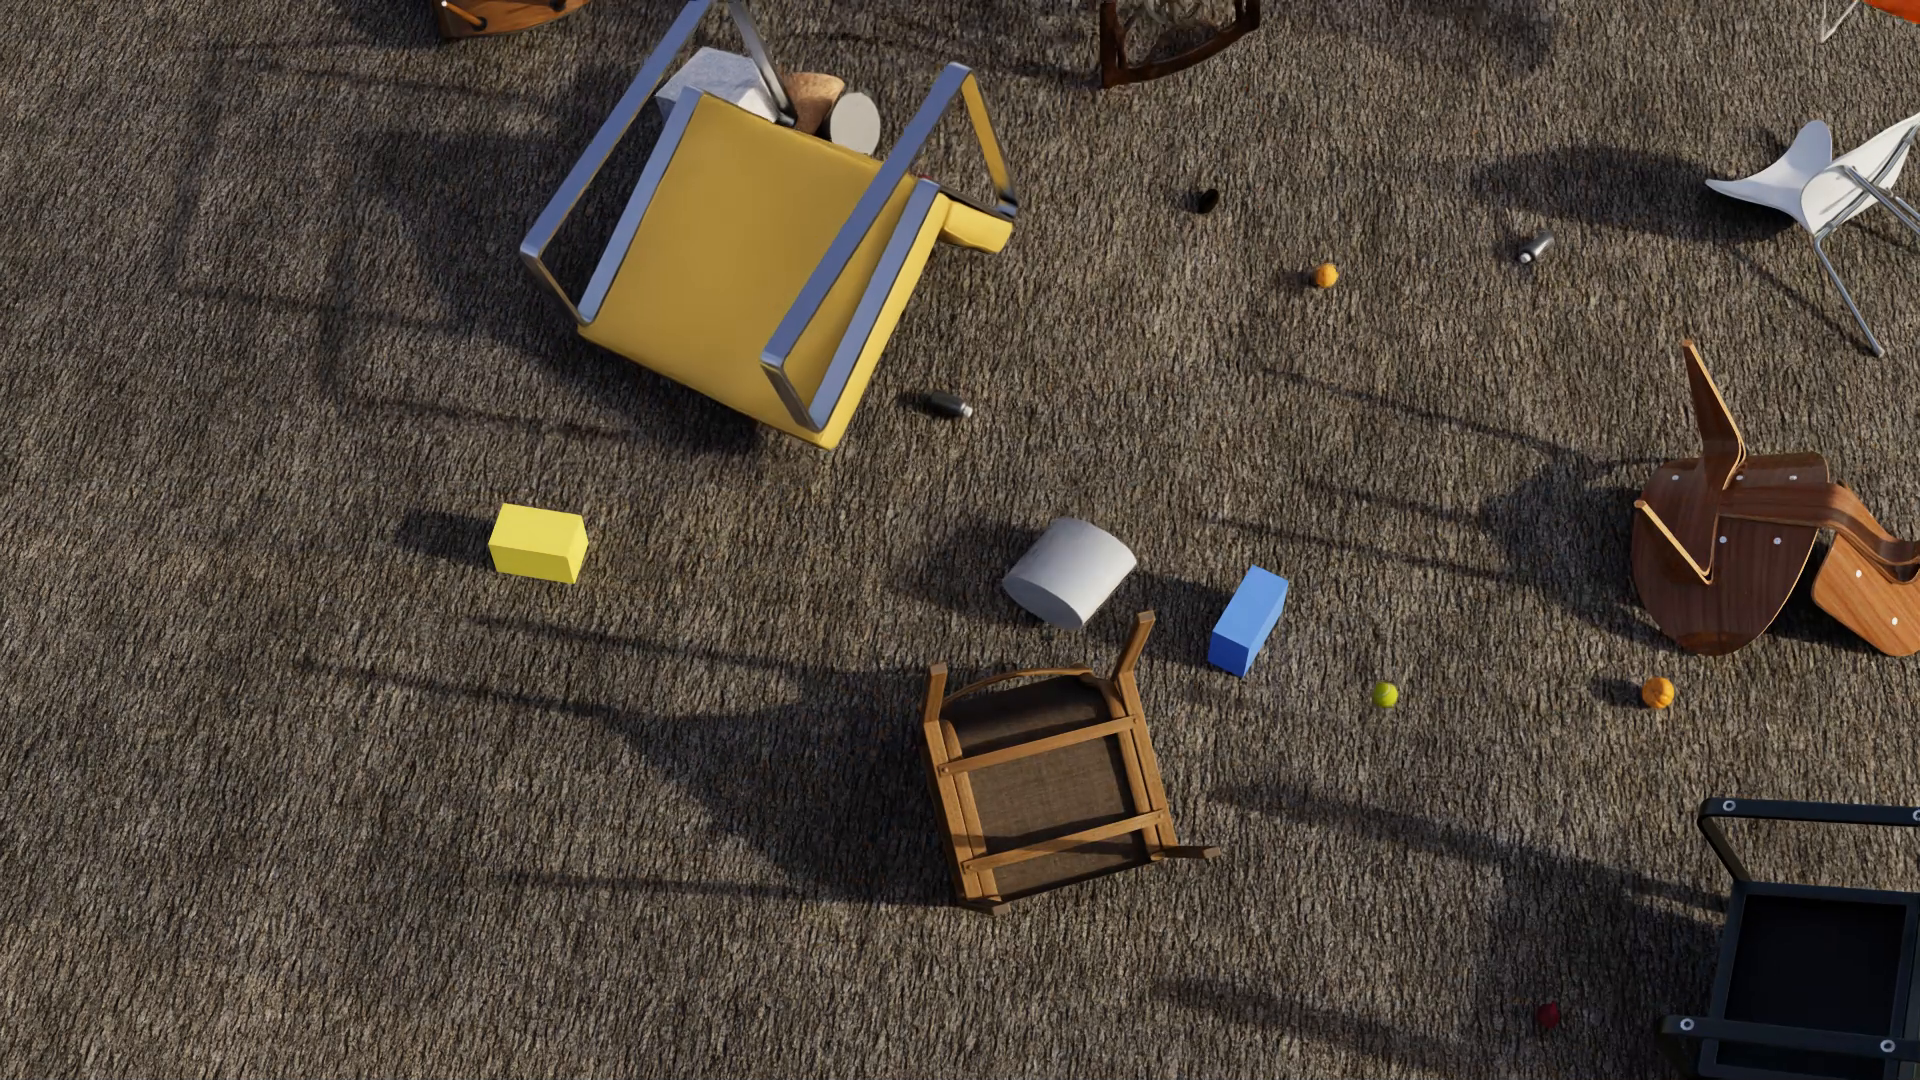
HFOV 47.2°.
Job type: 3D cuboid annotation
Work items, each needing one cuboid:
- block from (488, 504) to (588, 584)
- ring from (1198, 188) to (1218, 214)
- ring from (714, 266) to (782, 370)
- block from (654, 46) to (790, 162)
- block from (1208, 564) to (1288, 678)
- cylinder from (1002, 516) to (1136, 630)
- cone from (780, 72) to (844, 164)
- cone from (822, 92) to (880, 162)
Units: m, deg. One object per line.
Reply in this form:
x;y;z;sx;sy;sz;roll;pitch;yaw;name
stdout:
-1.240;0.011;6.479;0.238;0.146;0.148;9;57;6;block
0.827;-1.127;7.309;0.053;0.035;0.106;27;61;15;ring
-0.671;-0.705;6.973;0.218;0.125;0.394;-6;57;-6;ring
-0.798;-1.468;7.398;0.311;0.202;0.275;20;58;29;block
0.827;0.233;6.318;0.115;0.165;0.260;26;60;16;block
0.317;0.094;6.406;0.295;0.163;0.265;25;59;32;cylinder
-0.538;-1.413;7.478;0.262;0.141;0.317;0;69;17;cone
-0.412;-1.399;7.455;0.181;0.220;0.231;11;90;46;cone
